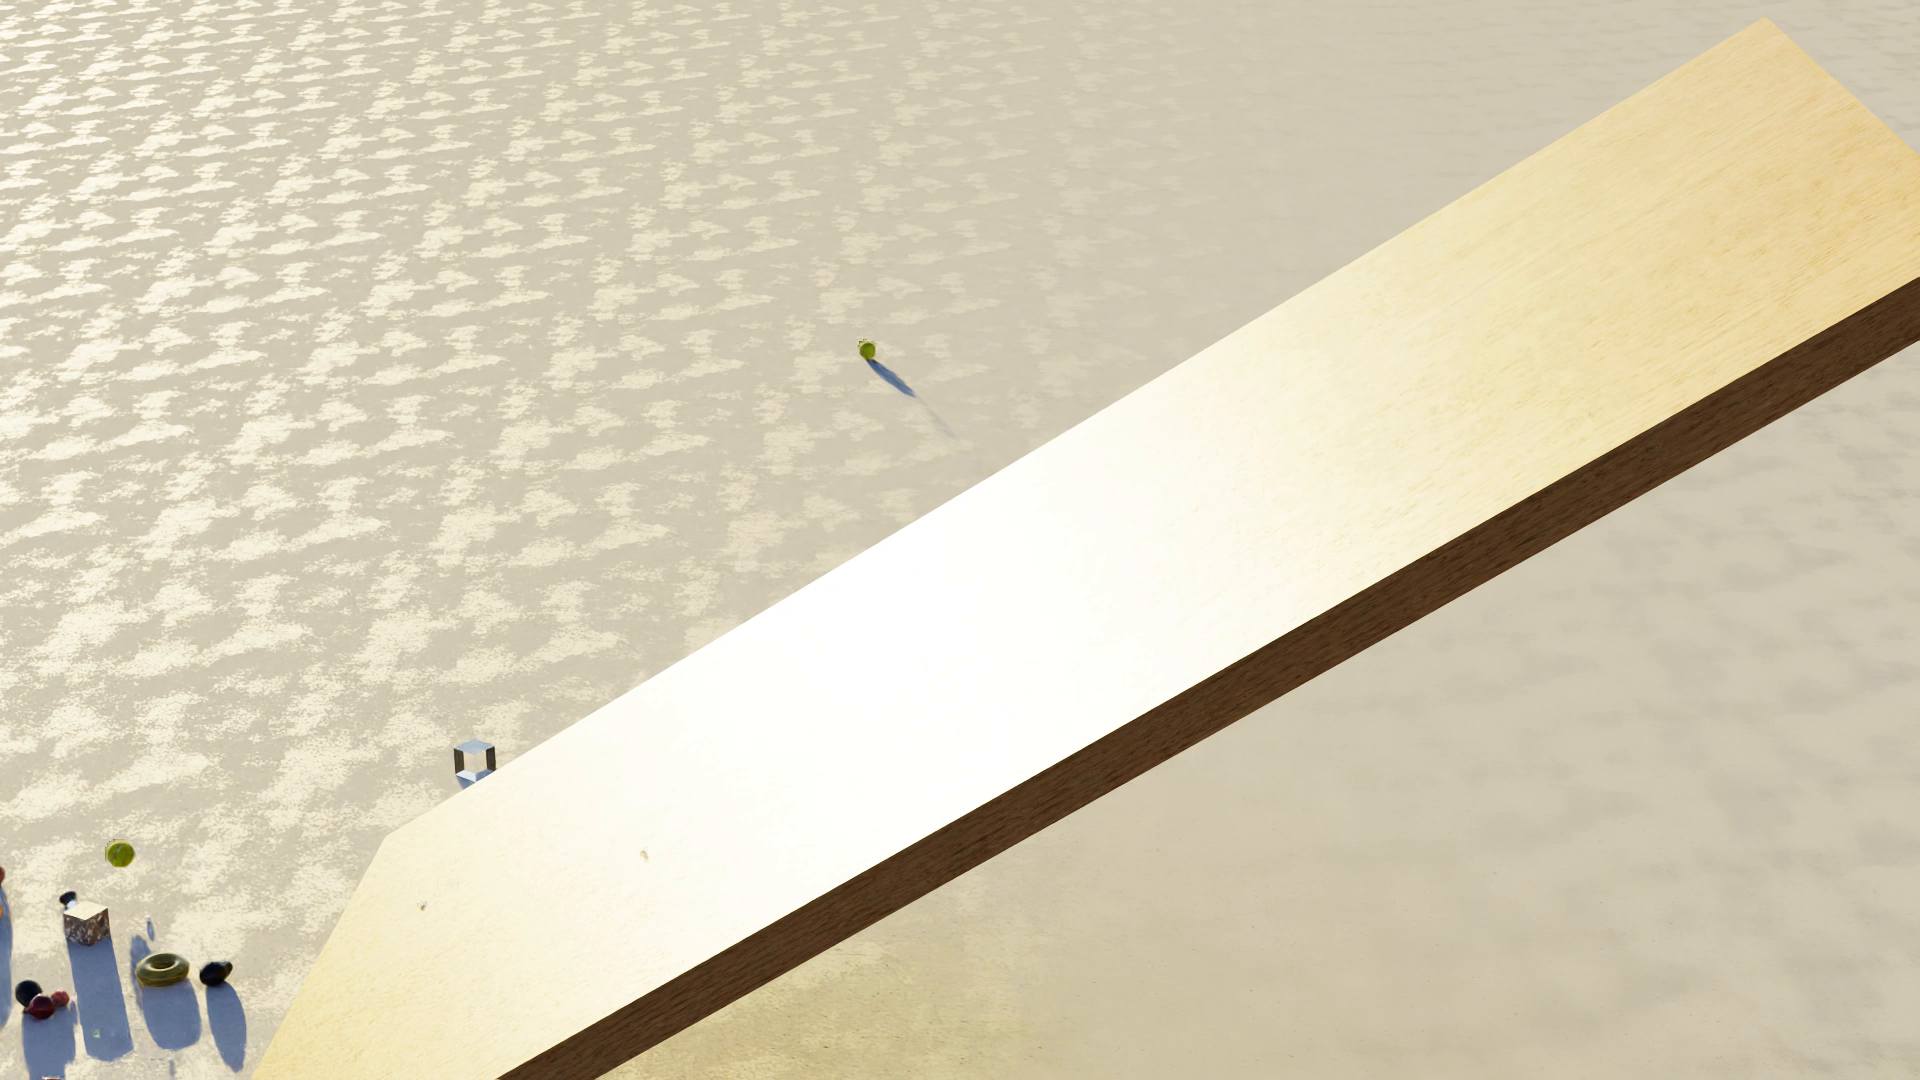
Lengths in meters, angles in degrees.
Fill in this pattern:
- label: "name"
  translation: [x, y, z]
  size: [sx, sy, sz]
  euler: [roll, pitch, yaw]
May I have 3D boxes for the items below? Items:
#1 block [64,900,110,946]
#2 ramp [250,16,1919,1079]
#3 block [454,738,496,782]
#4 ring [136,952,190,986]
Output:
- label: "block"
  translation: [-2.175, 0.956, 7.328]
  size: [0.076, 0.076, 0.076]
  euler: [11, 23, 28]
- label: "ramp"
  translation: [0.140, 0.170, 6.294]
  size: [4.000, 0.100, 2.000]
  euler: [-31, 15, 14]
- label: "block"
  translation: [-1.360, 0.617, 8.245]
  size: [0.081, 0.081, 0.081]
  euler: [15, 25, 35]
- label: "ring"
  translation: [-1.935, 1.043, 7.140]
  size: [0.128, 0.043, 0.128]
  euler: [1, 21, 0]
